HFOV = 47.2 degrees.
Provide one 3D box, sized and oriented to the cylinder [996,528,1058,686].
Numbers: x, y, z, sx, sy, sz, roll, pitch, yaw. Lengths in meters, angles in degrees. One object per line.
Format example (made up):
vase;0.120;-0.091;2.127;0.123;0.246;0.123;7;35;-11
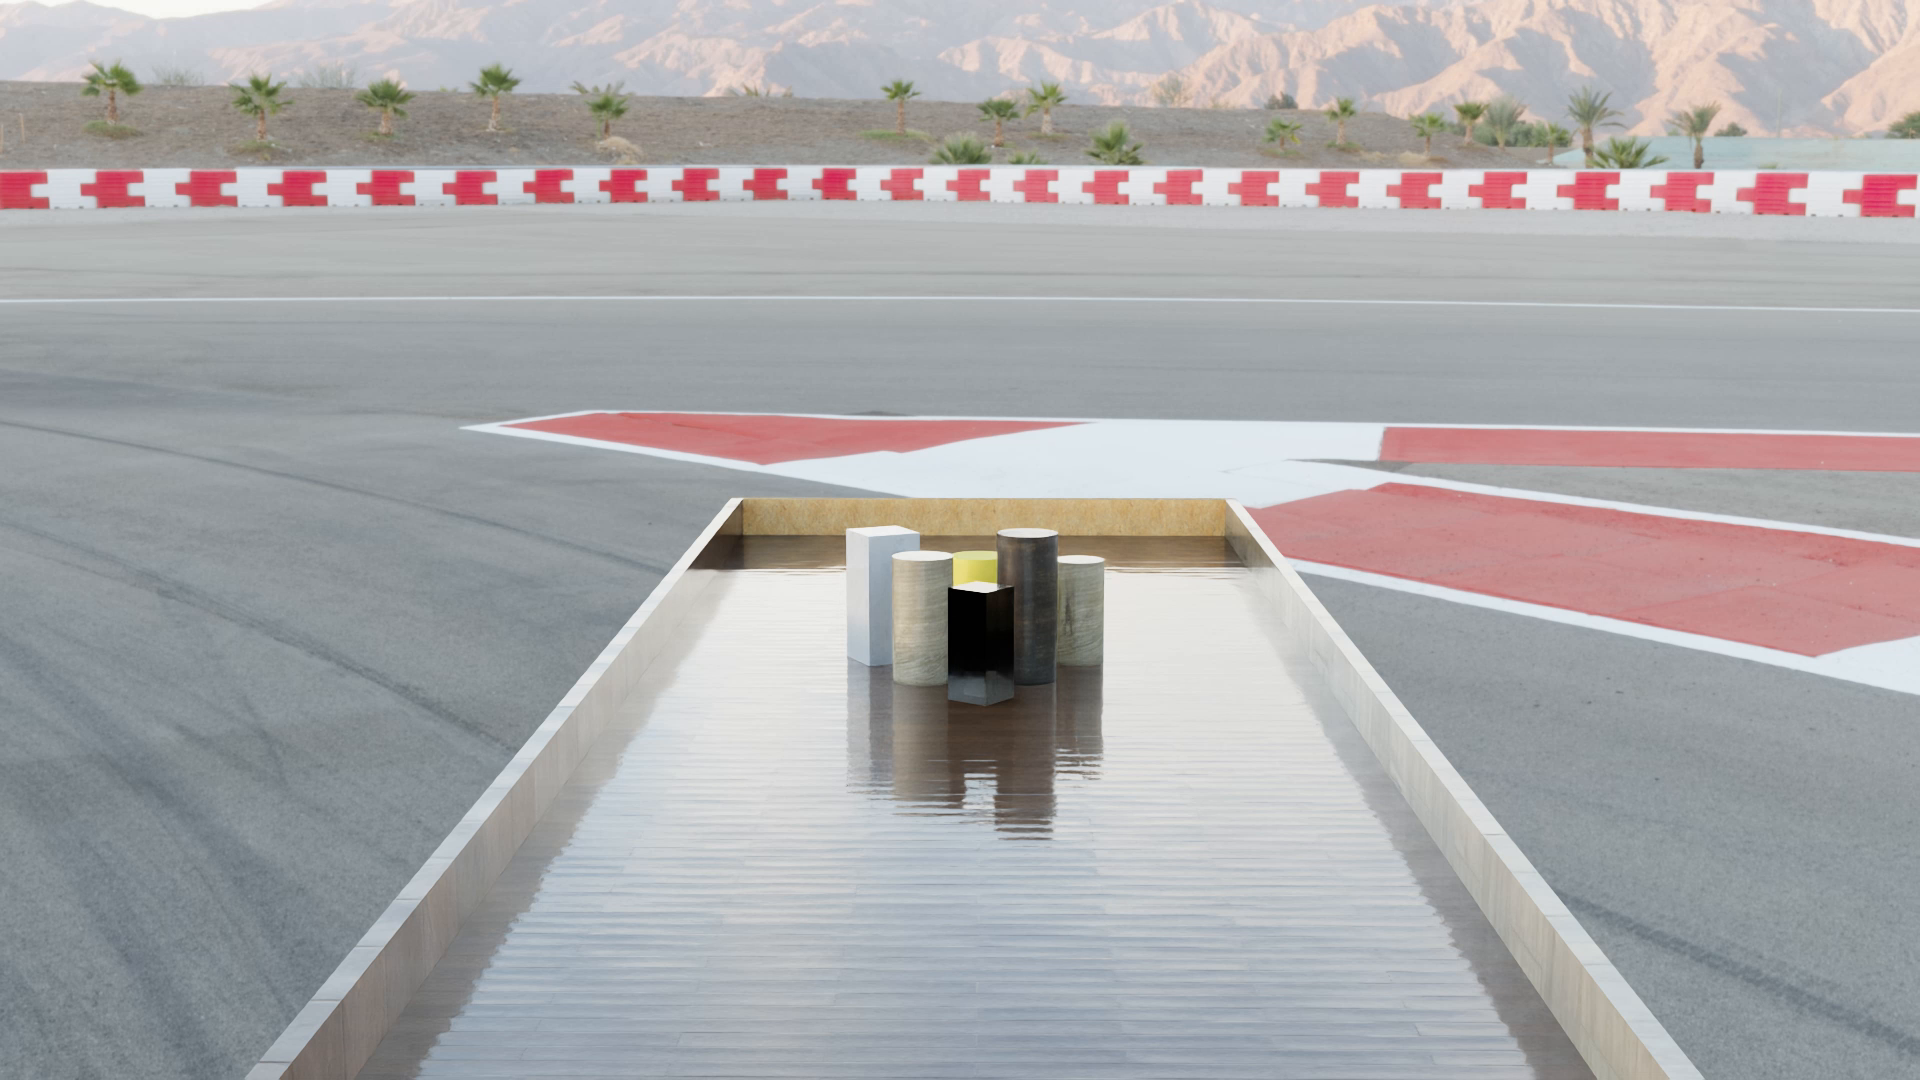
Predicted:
cylinder;0.195;0.193;6.407;0.178;0.433;0.178;0;9;0

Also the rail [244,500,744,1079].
rail;-1.004;0.839;3.234;0.050;0.150;12.000;0;9;1

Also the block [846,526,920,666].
block;-0.234;0.167;6.694;0.168;0.395;0.168;-4;10;-26

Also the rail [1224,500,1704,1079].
rail;1.046;0.843;3.208;0.050;0.150;12.000;0;9;1

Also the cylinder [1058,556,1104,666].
cylinder;0.360;0.213;6.663;0.152;0.313;0.152;0;9;0

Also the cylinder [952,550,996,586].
cylinder;0.057;0.207;6.662;0.172;0.326;0.172;0;9;0

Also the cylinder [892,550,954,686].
cylinder;-0.108;0.227;6.407;0.178;0.367;0.178;0;9;0

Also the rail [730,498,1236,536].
rail;0.099;-0.098;9.147;2.100;0.150;0.050;0;9;1

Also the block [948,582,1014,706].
block;0.059;0.289;6.168;0.132;0.319;0.132;7;11;36
